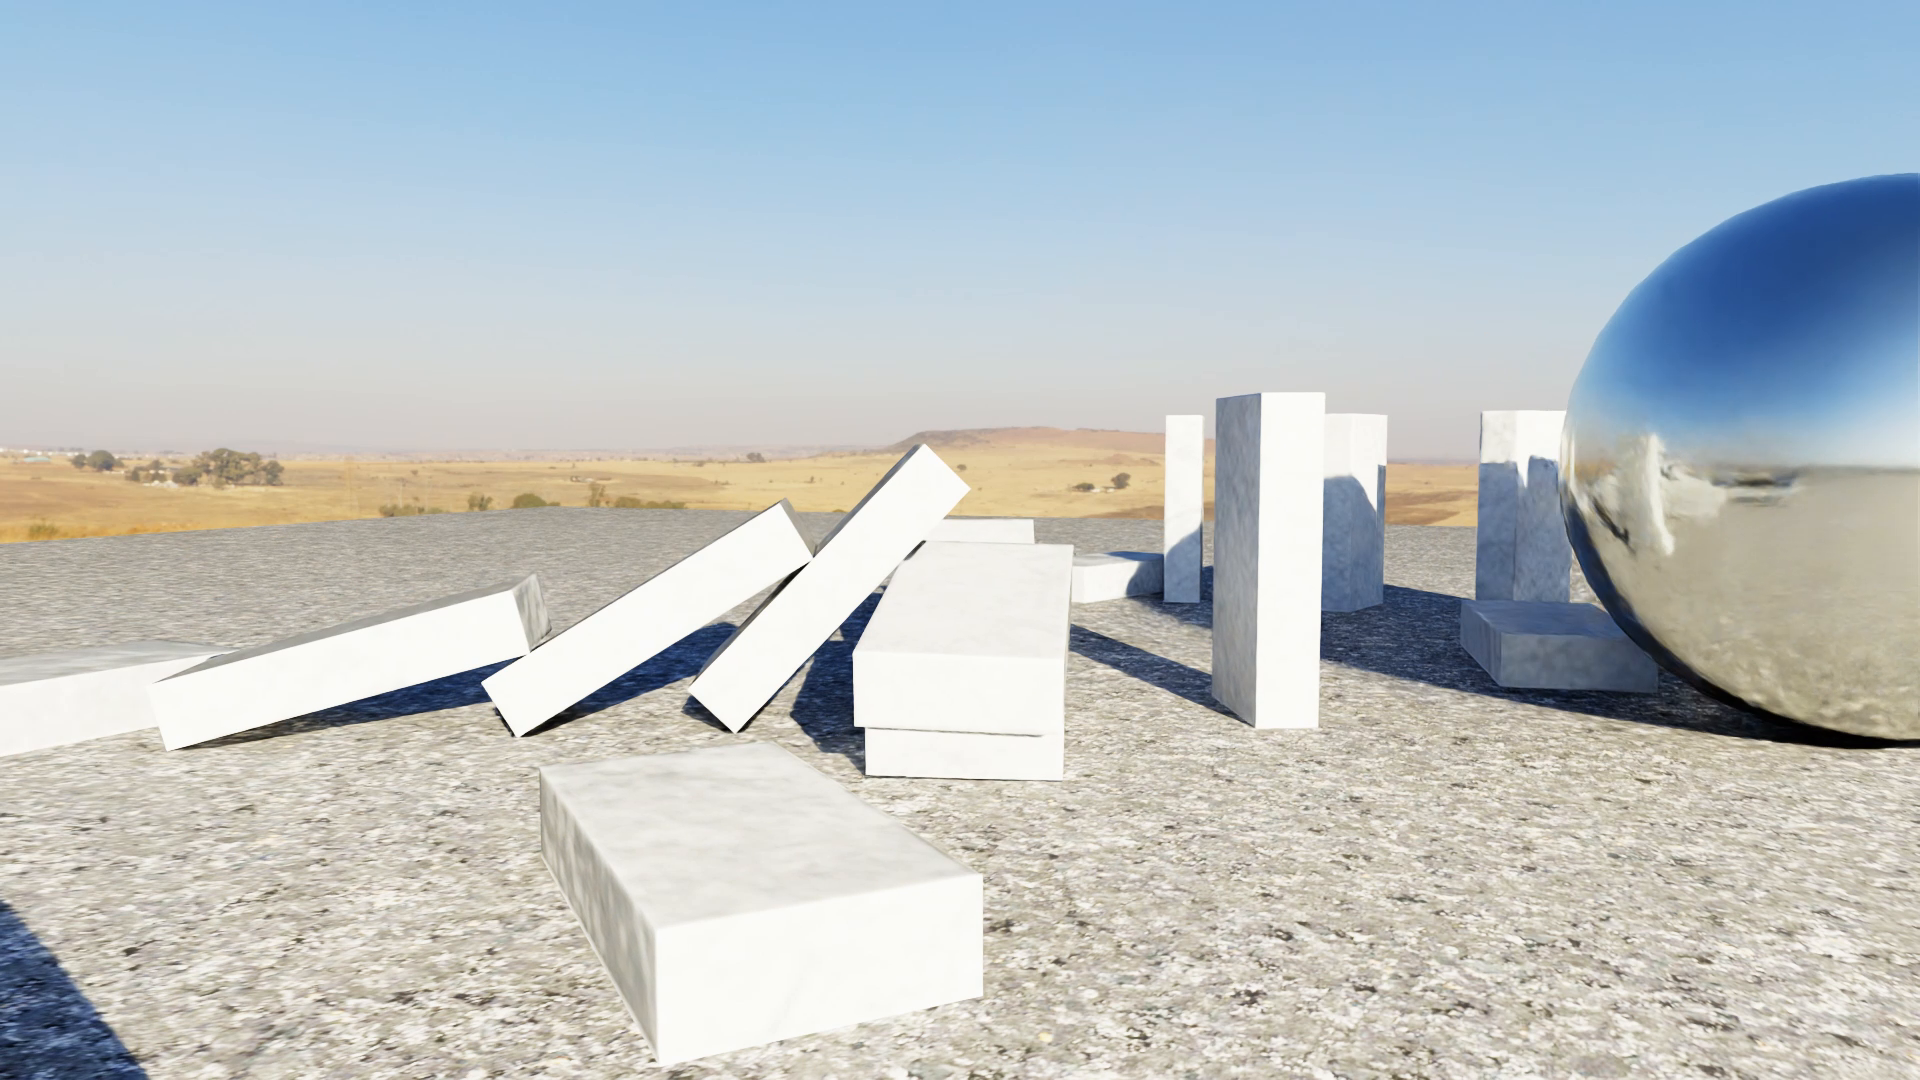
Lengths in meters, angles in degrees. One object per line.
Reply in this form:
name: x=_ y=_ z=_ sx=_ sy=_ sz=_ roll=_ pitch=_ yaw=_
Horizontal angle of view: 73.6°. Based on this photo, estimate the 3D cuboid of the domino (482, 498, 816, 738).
domino: x=-0.046 y=0.011 z=0.199 sx=0.050 sy=0.009 sz=0.025 roll=-31 pitch=6 yaw=-2

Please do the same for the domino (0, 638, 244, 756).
domino: x=-0.137 y=0.024 z=0.190 sx=0.025 sy=0.010 sz=0.050 roll=2 pitch=5 yaw=27

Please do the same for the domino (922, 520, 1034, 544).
domino: x=0.001 y=0.011 z=0.233 sx=0.025 sy=0.010 sz=0.050 roll=0 pitch=26 yaw=1

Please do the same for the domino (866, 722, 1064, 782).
domino: x=0.002 y=0.019 z=0.185 sx=0.025 sy=0.009 sz=0.050 roll=1 pitch=16 yaw=4

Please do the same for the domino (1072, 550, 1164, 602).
domino: x=0.042 y=0.010 z=0.370 sx=0.025 sy=0.009 sz=0.050 roll=4 pitch=6 yaw=44

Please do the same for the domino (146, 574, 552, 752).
domino: x=-0.090 y=0.017 z=0.193 sx=0.050 sy=0.009 sz=0.025 roll=-15 pitch=7 yaw=-9

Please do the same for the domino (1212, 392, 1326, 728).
domino: x=0.048 y=0.002 z=0.203 sx=0.009 sy=0.050 sz=0.025 roll=0 pitch=4 yaw=-4

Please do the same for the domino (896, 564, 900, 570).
domino: x=0.000 y=0.011 z=0.259 sx=0.025 sy=0.009 sz=0.050 roll=0 pitch=23 yaw=2

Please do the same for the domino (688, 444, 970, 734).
domino: x=-0.020 y=0.006 z=0.201 sx=0.009 sy=0.050 sz=0.025 roll=44 pitch=0 yaw=-7

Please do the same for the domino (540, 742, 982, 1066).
domino: x=-0.021 y=0.029 z=0.115 sx=0.025 sy=0.009 sz=0.050 roll=-2 pitch=5 yaw=-27

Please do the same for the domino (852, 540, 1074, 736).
domino: x=0.002 y=0.012 z=0.176 sx=0.025 sy=0.010 sz=0.050 roll=2 pitch=16 yaw=6

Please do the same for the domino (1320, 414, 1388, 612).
domino: x=0.102 y=-0.008 z=0.335 sx=0.010 sy=0.050 sz=0.025 roll=3 pitch=5 yaw=37

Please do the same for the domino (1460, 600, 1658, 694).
domino: x=0.113 y=0.019 z=0.246 sx=0.025 sy=0.010 sz=0.050 roll=1 pitch=4 yaw=14

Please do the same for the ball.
ball: x=0.130 y=-0.011 z=0.185 sx=0.080 sy=0.080 sz=0.080 roll=0 pitch=4 yaw=0

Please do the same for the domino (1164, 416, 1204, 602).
domino: x=0.062 y=-0.009 z=0.355 sx=0.009 sy=0.050 sz=0.025 roll=1 pitch=4 yaw=12

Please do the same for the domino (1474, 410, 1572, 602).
domino: x=0.134 y=-0.005 z=0.303 sx=0.025 sy=0.050 sz=0.009 roll=-3 pitch=5 yaw=-36
